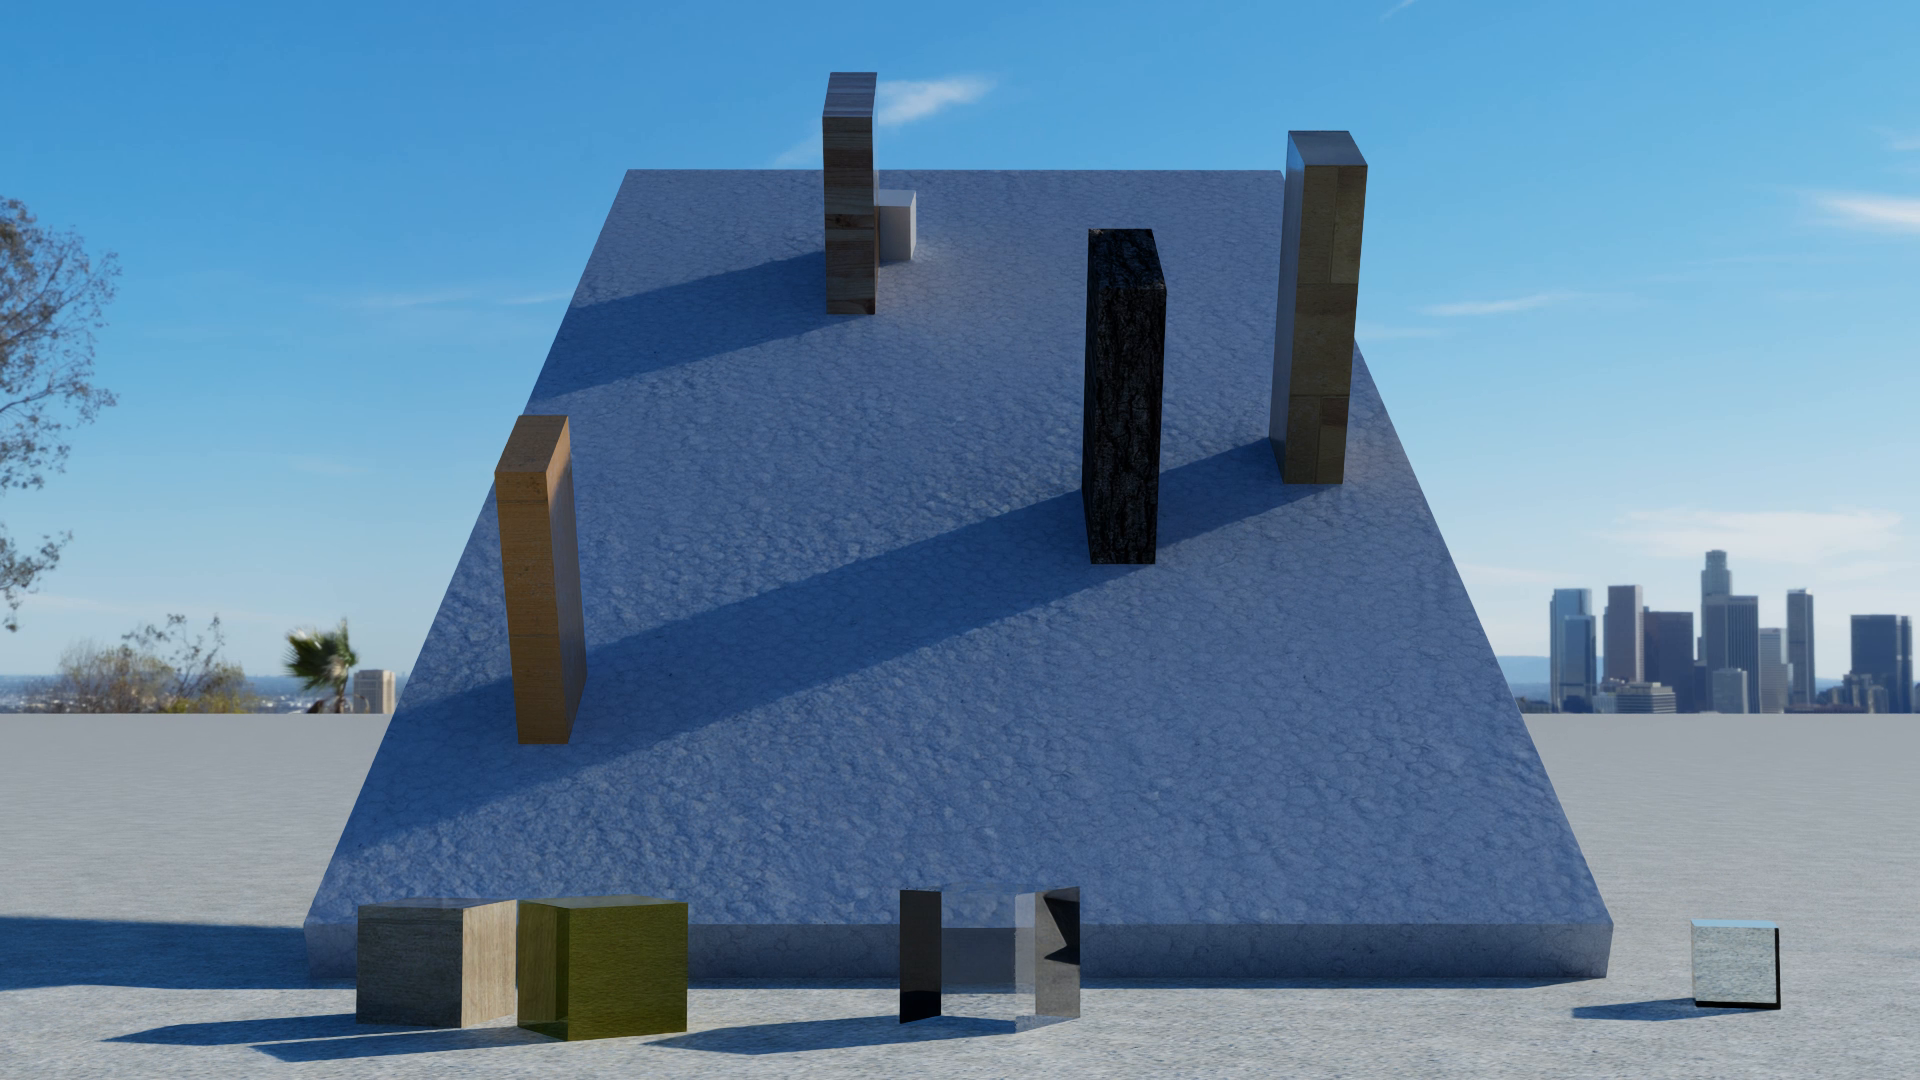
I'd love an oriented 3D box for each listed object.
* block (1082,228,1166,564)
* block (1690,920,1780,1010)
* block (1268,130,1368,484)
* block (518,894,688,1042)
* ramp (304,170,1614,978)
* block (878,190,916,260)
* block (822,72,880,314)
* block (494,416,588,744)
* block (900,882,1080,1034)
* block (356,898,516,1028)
[{"bbox_3d":[0.327,-0.294,4.755,0.129,0.581,0.370,0,25,0],"label":"block"},{"bbox_3d":[1.095,0.598,3.319,0.112,0.112,0.112,-1,-4,15],"label":"block"},{"bbox_3d":[0.763,-0.497,5.035,0.128,0.709,0.259,0,25,0],"label":"block"},{"bbox_3d":[-0.466,0.553,3.055,0.165,0.165,0.165,3,-5,-33],"label":"block"},{"bbox_3d":[-0.009,-0.229,5.410,2.000,0.100,4.000,0,25,0],"label":"ramp"},{"bbox_3d":[-0.203,-0.869,6.459,0.151,0.151,0.151,2,26,4],"label":"block"},{"bbox_3d":[-0.280,-0.907,6.114,0.124,0.517,0.440,0,25,0],"label":"block"},{"bbox_3d":[-0.722,0.068,4.067,0.085,0.514,0.245,0,25,0],"label":"block"},{"bbox_3d":[0.041,0.553,3.135,0.176,0.176,0.176,-2,-5,31],"label":"block"},{"bbox_3d":[-0.703,0.566,3.162,0.154,0.154,0.154,-1,-4,16],"label":"block"}]
